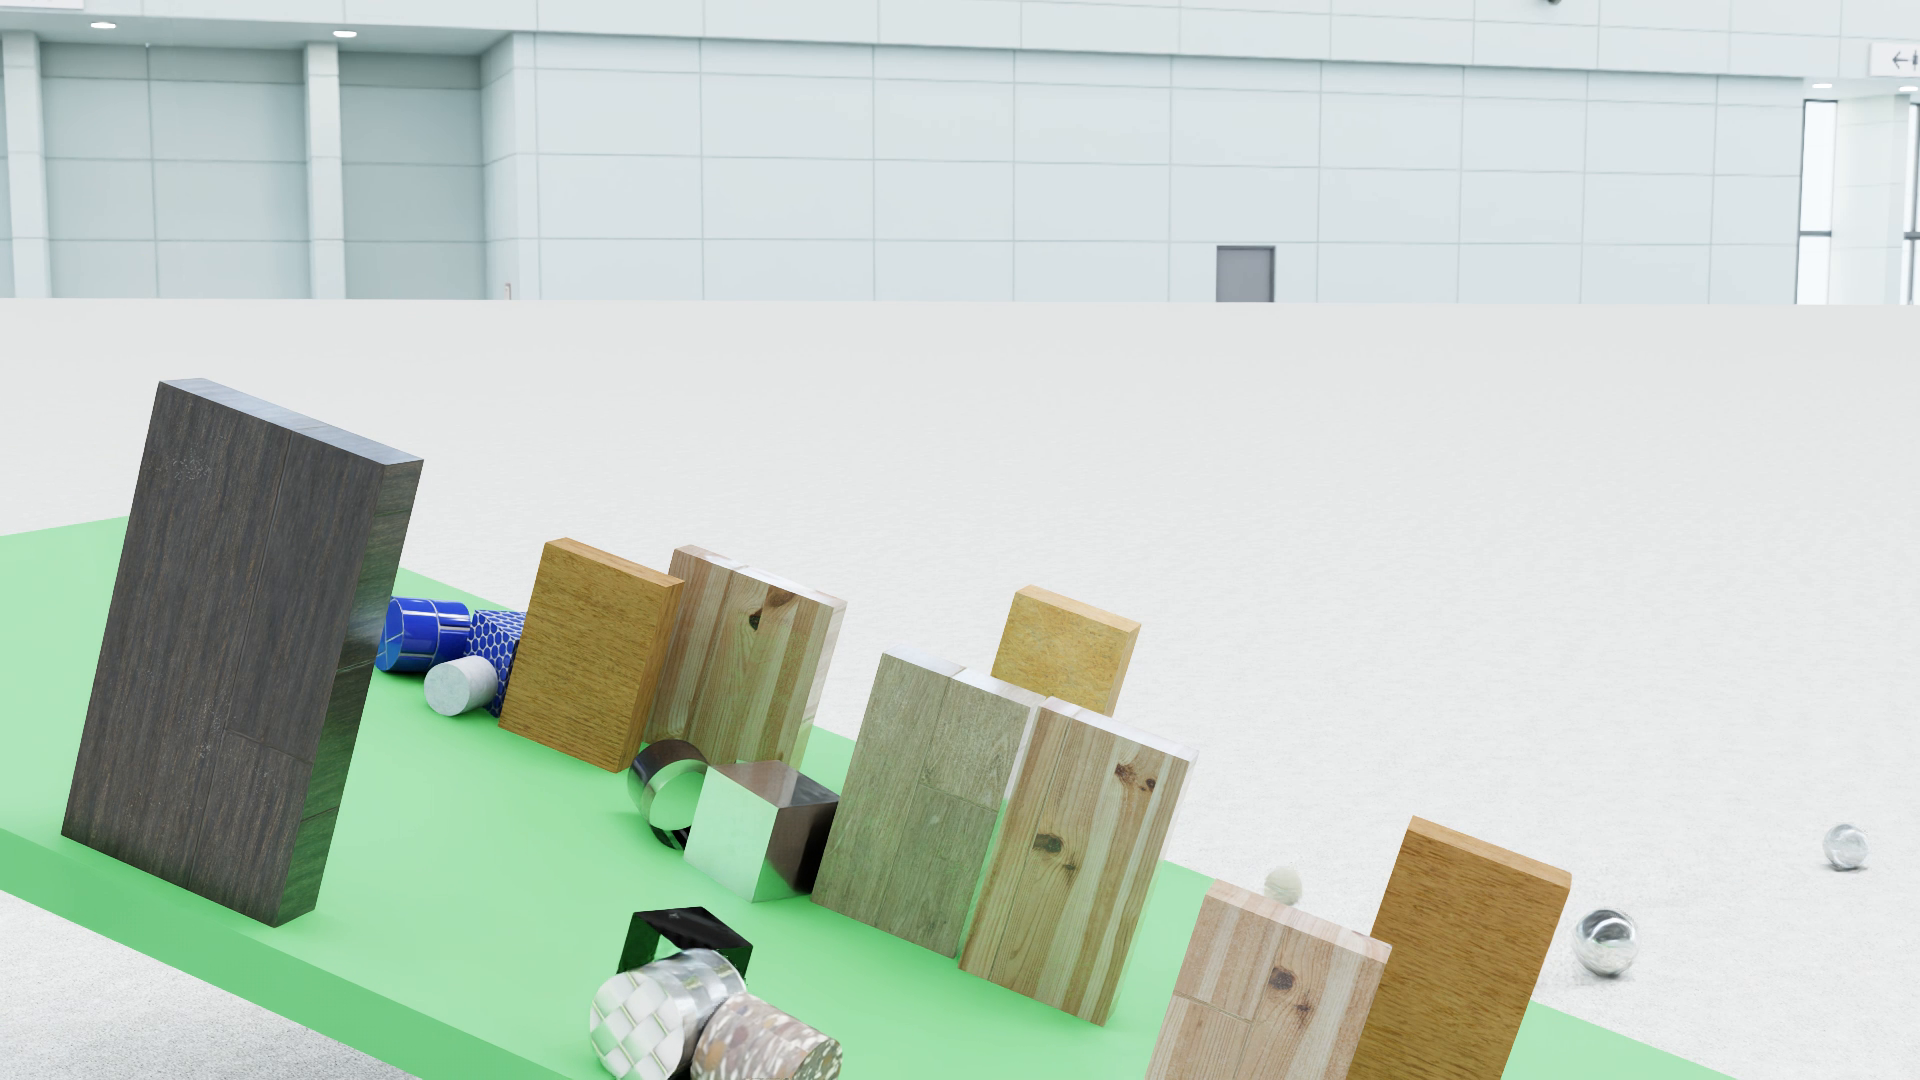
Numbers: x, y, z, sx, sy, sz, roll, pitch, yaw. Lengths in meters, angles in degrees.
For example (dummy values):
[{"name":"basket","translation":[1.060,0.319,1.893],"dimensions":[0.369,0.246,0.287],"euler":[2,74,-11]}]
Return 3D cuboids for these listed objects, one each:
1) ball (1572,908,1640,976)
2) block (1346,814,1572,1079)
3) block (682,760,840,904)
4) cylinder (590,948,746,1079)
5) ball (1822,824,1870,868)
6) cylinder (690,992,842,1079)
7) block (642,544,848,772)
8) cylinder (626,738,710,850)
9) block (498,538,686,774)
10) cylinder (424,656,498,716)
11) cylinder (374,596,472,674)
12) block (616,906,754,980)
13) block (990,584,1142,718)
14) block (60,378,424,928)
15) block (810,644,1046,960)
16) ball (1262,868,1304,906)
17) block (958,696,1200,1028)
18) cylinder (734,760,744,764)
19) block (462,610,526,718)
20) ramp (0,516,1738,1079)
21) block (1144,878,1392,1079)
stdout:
[{"name":"ball","translation":[1.709,1.063,5.816],"dimensions":[0.176,0.176,0.176],"euler":[0,7,0]},{"name":"block","translation":[0.766,0.792,3.600],"dimensions":[0.267,0.621,0.098],"euler":[19,12,14]},{"name":"block","translation":[-0.372,0.554,4.202],"dimensions":[0.194,0.194,0.194],"euler":[25,14,36]},{"name":"cylinder","translation":[-0.440,0.725,3.345],"dimensions":[0.174,0.174,0.174],"euler":[4,4,28]},{"name":"ball","translation":[2.768,0.956,6.870],"dimensions":[0.137,0.137,0.137],"euler":[0,7,0]},{"name":"cylinder","translation":[-0.289,0.788,3.298],"dimensions":[0.162,0.162,0.162],"euler":[22,16,26]},{"name":"block","translation":[-0.485,0.278,4.747],"dimensions":[0.380,0.432,0.087],"euler":[19,12,14]},{"name":"cylinder","translation":[-0.550,0.496,4.299],"dimensions":[0.165,0.165,0.165],"euler":[-3,19,-24]},{"name":"block","translation":[-0.770,0.238,4.584],"dimensions":[0.283,0.412,0.095],"euler":[19,12,14]},{"name":"cylinder","translation":[-1.050,0.306,4.629],"dimensions":[0.111,0.111,0.111],"euler":[2,6,20]},{"name":"cylinder","translation":[-1.175,0.207,4.788],"dimensions":[0.163,0.163,0.163],"euler":[7,1,-40]},{"name":"block","translation":[-0.450,0.694,3.561],"dimensions":[0.143,0.143,0.143],"euler":[4,17,-46]},{"name":"block","translation":[0.194,0.392,4.958],"dimensions":[0.270,0.513,0.131],"euler":[19,12,14]},{"name":"block","translation":[-1.139,0.175,3.472],"dimensions":[0.412,0.768,0.110],"euler":[19,12,14]},{"name":"block","translation":[-0.063,0.490,4.144],"dimensions":[0.299,0.510,0.107],"euler":[19,12,14]},{"name":"ball","translation":[0.945,1.019,6.430],"dimensions":[0.117,0.117,0.117],"euler":[0,7,0]},{"name":"block","translation":[0.215,0.588,4.029],"dimensions":[0.292,0.527,0.093],"euler":[19,12,14]},{"name":"cylinder","translation":[-0.396,0.528,4.410],"dimensions":[0.147,0.147,0.147],"euler":[15,5,-7]},{"name":"block","translation":[-0.953,0.270,4.769],"dimensions":[0.178,0.178,0.178],"euler":[5,16,-44]},{"name":"ramp","translation":[-0.367,0.705,4.233],"dimensions":[4.000,0.100,2.000],"euler":[19,12,14]},{"name":"block","translation":[0.422,0.806,3.269],"dimensions":[0.274,0.534,0.090],"euler":[19,12,14]}]
